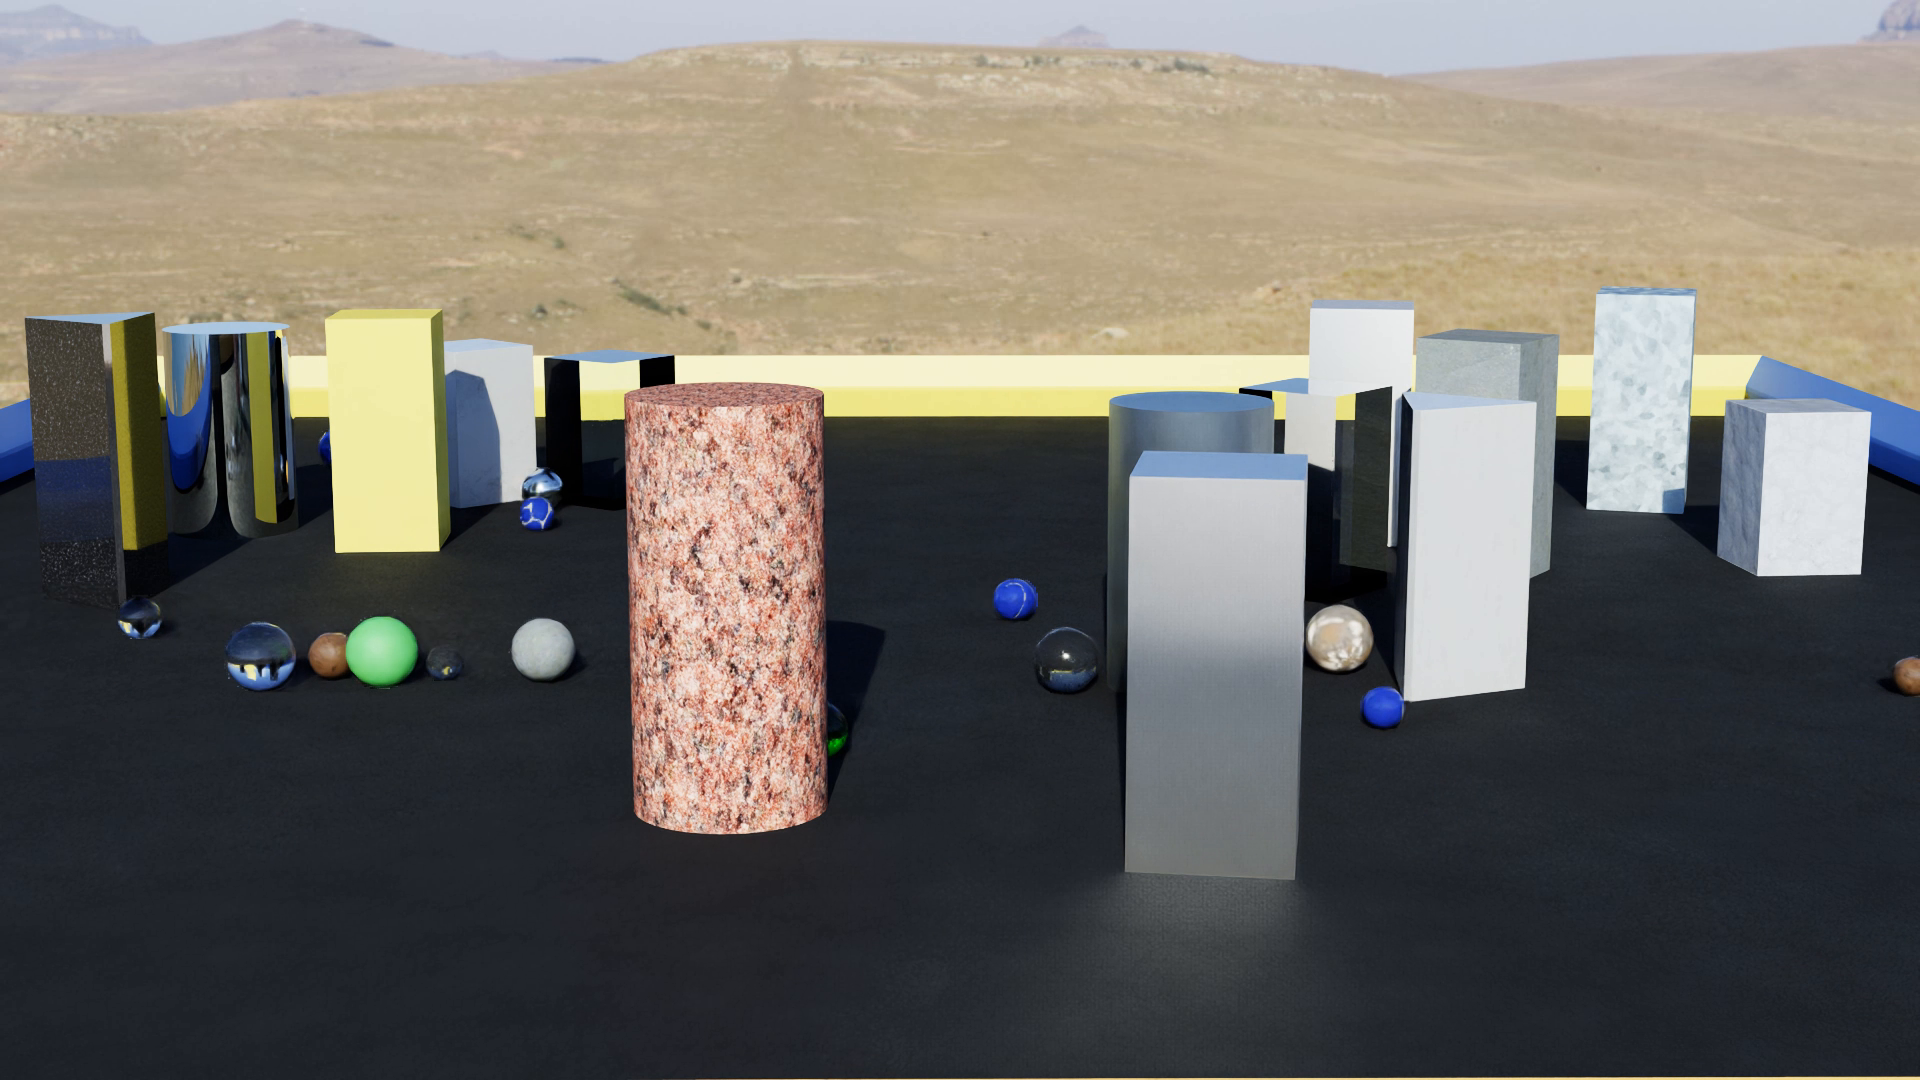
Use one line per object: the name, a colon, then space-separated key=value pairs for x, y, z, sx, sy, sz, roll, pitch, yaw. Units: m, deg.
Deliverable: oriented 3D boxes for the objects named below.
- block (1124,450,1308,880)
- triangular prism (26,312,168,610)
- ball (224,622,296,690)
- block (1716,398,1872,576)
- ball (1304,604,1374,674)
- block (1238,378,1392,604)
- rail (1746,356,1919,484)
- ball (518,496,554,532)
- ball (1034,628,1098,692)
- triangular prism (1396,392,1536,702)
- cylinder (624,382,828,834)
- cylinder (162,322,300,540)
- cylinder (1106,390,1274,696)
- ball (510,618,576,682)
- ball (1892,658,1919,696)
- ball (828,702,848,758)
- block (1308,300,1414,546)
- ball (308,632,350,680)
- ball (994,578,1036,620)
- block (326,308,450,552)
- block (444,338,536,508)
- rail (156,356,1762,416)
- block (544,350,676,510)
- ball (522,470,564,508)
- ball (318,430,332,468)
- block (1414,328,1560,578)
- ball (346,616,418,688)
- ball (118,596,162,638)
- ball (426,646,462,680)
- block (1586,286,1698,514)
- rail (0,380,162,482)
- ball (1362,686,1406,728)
block: x=0.238 y=0.111 z=2.371 sx=0.154 sy=0.365 sz=0.154 roll=2 pitch=11 yaw=8
triangular prism: x=-1.155 y=-0.114 z=3.522 sx=0.167 sy=0.387 sz=0.144 roll=7 pitch=13 yaw=33
ball: x=-0.822 y=0.137 z=3.014 sx=0.081 sy=0.081 sz=0.081 roll=0 pitch=11 yaw=0
block: x=1.217 y=-0.079 z=3.752 sx=0.154 sy=0.236 sz=0.154 roll=-1 pitch=11 yaw=-5
ball: x=0.458 y=0.120 z=3.100 sx=0.083 sy=0.083 sz=0.083 roll=0 pitch=11 yaw=0
block: x=0.493 y=-0.072 z=3.576 sx=0.154 sy=0.285 sz=0.154 roll=8 pitch=13 yaw=38
rail: x=1.661 y=0.030 z=3.459 sx=0.045 sy=0.125 sz=3.871 roll=0 pitch=11 yaw=0
ball: x=-0.667 y=-0.041 z=4.042 sx=0.055 sy=0.055 sz=0.055 roll=0 pitch=11 yaw=0
ball: x=0.124 y=0.141 z=3.005 sx=0.076 sy=0.076 sz=0.076 roll=0 pitch=11 yaw=0
triangular prism: x=0.563 y=0.002 z=3.034 sx=0.167 sy=0.339 sz=0.144 roll=-5 pitch=12 yaw=-24
cylinder: x=-0.227 y=0.062 z=2.512 sx=0.192 sy=0.412 sz=0.192 roll=0 pitch=11 yaw=0
cylinder: x=-1.146 y=-0.174 z=4.034 sx=0.192 sy=0.319 sz=0.192 roll=0 pitch=11 yaw=0
cylinder: x=0.270 y=0.005 z=3.021 sx=0.192 sy=0.338 sz=0.192 roll=0 pitch=11 yaw=0
ball: x=-0.497 y=0.131 z=3.058 sx=0.076 sy=0.076 sz=0.076 roll=0 pitch=11 yaw=0
ball: x=1.109 y=0.159 z=2.990 sx=0.045 sy=0.045 sz=0.045 roll=0 pitch=11 yaw=0
ball: x=-0.150 y=0.201 z=2.718 sx=0.062 sy=0.062 sz=0.062 roll=0 pitch=11 yaw=0
block: x=0.618 y=-0.183 z=3.966 sx=0.154 sy=0.361 sz=0.154 roll=2 pitch=11 yaw=9
ball: x=-0.751 y=0.138 z=3.071 sx=0.056 sy=0.056 sz=0.056 roll=0 pitch=11 yaw=0
ball: x=0.072 y=0.079 z=3.393 sx=0.056 sy=0.056 sz=0.056 roll=0 pitch=11 yaw=0
block: x=-0.871 y=-0.169 z=3.918 sx=0.154 sy=0.352 sz=0.154 roll=-1 pitch=11 yaw=-4
block: x=-0.826 y=-0.200 z=4.333 sx=0.154 sy=0.259 sz=0.154 roll=-10 pitch=14 yaw=-43
rail: x=-0.011 y=-0.317 z=5.329 sx=3.369 sy=0.125 sz=0.045 roll=0 pitch=11 yaw=0
block: x=-0.586 y=-0.187 z=4.310 sx=0.154 sy=0.244 sz=0.154 roll=8 pitch=13 yaw=35
ball: x=-0.686 y=-0.082 z=4.217 sx=0.070 sy=0.070 sz=0.070 roll=0 pitch=11 yaw=0
ball: x=-1.122 y=-0.165 z=4.645 sx=0.077 sy=0.077 sz=0.077 roll=0 pitch=11 yaw=0
block: x=0.753 y=-0.122 z=3.685 sx=0.154 sy=0.343 sz=0.154 roll=7 pitch=12 yaw=32
ball: x=-0.683 y=0.132 z=3.031 sx=0.084 sy=0.084 sz=0.084 roll=0 pitch=11 yaw=0
ball: x=-1.051 y=0.100 z=3.286 sx=0.054 sy=0.054 sz=0.054 roll=0 pitch=11 yaw=0
ball: x=-0.616 y=0.147 z=3.065 sx=0.042 sy=0.042 sz=0.042 roll=0 pitch=11 yaw=0
block: x=1.133 y=-0.235 z=4.262 sx=0.154 sy=0.356 sz=0.154 roll=3 pitch=11 yaw=17
rail: x=-1.661 y=0.034 z=3.440 sx=0.045 sy=0.125 sz=3.871 roll=0 pitch=11 yaw=0
ball: x=0.469 y=0.185 z=2.843 sx=0.047 sy=0.047 sz=0.047 roll=0 pitch=11 yaw=0
